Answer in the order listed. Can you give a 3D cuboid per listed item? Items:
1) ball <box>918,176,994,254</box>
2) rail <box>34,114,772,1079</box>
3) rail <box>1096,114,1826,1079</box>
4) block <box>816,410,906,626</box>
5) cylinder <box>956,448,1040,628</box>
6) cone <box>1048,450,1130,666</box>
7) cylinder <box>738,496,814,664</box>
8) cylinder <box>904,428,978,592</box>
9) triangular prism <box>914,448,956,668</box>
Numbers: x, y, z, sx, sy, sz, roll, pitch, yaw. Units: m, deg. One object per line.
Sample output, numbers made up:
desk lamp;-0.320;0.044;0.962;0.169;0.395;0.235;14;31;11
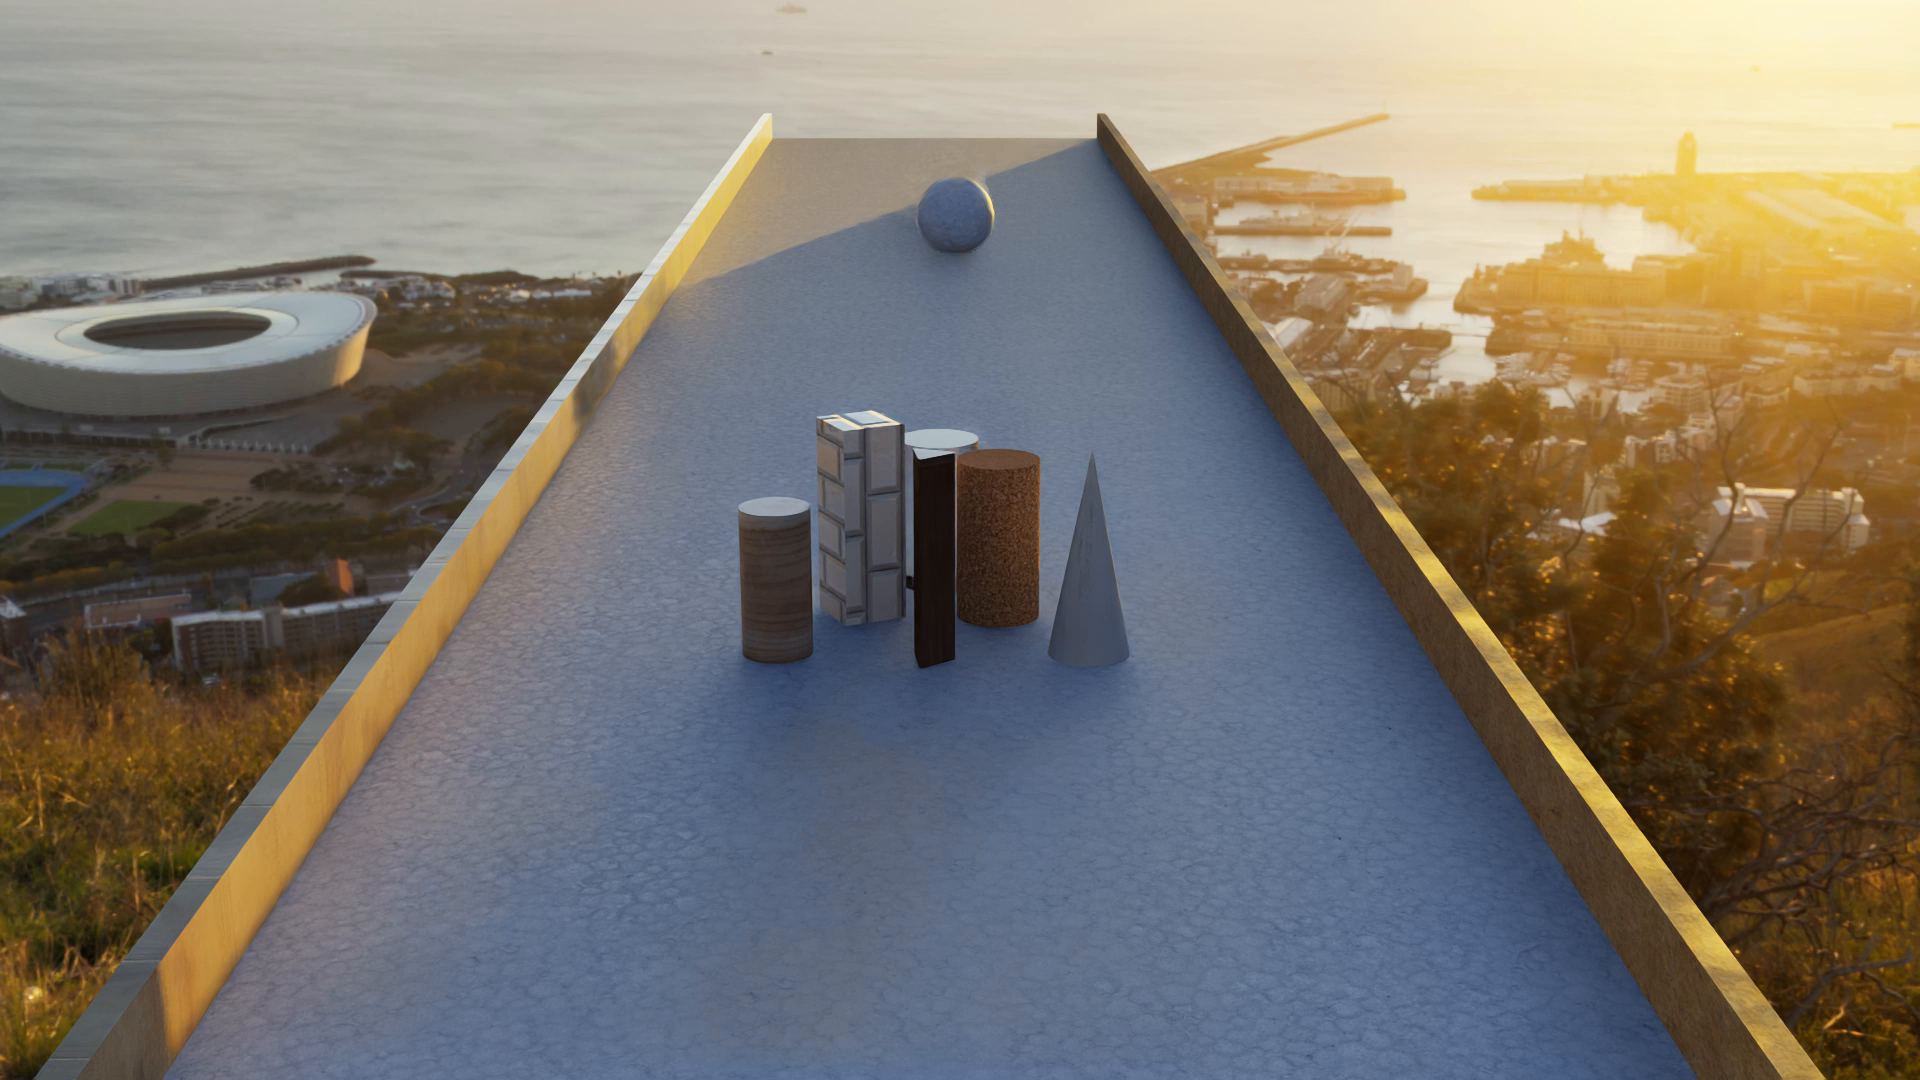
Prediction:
ball;-0.018;-1.371;9.272;0.322;0.322;0.322;0;17;0
rail;-1.118;-0.838;7.780;0.050;0.150;12.000;0;17;-1
rail;0.932;-0.844;7.801;0.050;0.150;12.000;0;17;-1
block;-0.208;-0.048;4.648;0.139;0.421;0.139;-8;18;-26
cylinder;0.081;-0.005;4.645;0.175;0.342;0.175;0;17;0
cone;0.261;0.023;4.398;0.168;0.427;0.168;0;17;0
cylinder;-0.369;0.080;4.419;0.144;0.307;0.144;0;17;0
cylinder;-0.047;-0.066;4.871;0.176;0.328;0.176;0;17;0
triangular prism;-0.067;0.033;4.363;0.087;0.428;0.076;-13;21;-37
